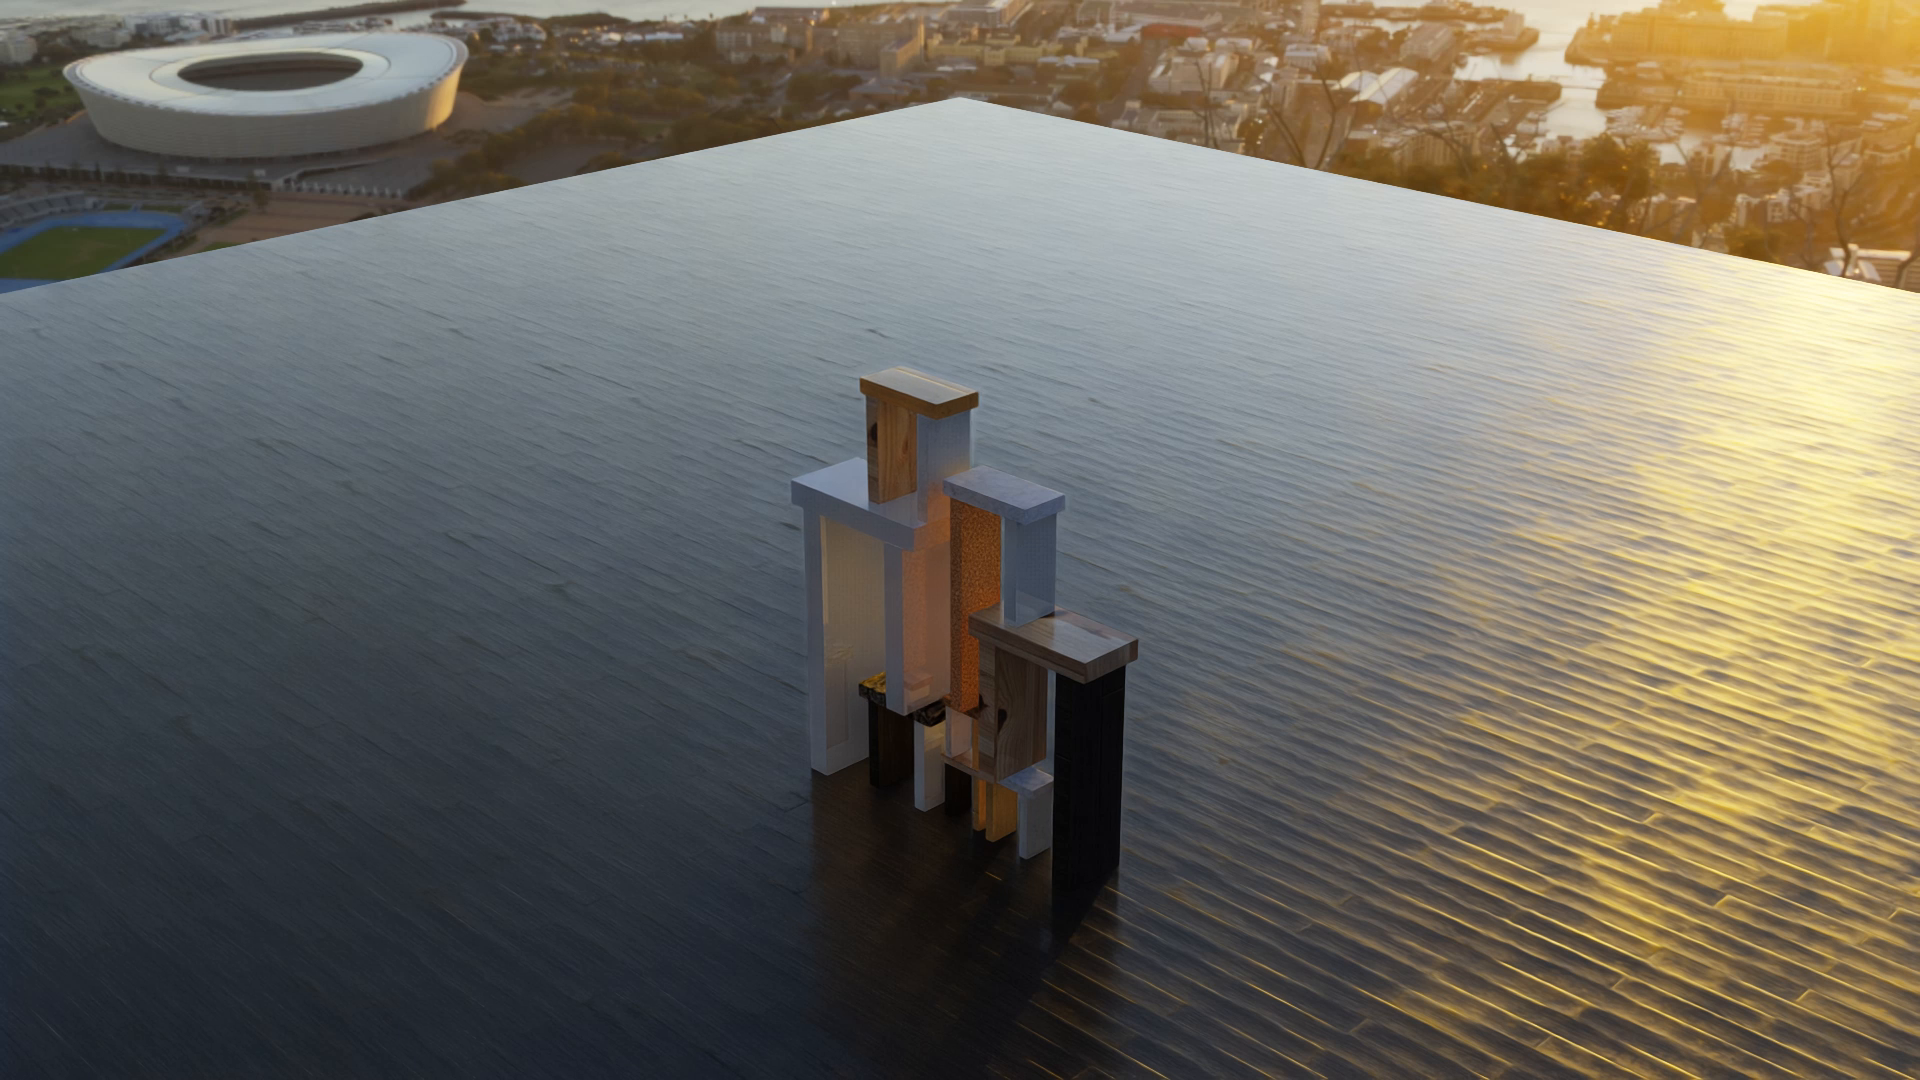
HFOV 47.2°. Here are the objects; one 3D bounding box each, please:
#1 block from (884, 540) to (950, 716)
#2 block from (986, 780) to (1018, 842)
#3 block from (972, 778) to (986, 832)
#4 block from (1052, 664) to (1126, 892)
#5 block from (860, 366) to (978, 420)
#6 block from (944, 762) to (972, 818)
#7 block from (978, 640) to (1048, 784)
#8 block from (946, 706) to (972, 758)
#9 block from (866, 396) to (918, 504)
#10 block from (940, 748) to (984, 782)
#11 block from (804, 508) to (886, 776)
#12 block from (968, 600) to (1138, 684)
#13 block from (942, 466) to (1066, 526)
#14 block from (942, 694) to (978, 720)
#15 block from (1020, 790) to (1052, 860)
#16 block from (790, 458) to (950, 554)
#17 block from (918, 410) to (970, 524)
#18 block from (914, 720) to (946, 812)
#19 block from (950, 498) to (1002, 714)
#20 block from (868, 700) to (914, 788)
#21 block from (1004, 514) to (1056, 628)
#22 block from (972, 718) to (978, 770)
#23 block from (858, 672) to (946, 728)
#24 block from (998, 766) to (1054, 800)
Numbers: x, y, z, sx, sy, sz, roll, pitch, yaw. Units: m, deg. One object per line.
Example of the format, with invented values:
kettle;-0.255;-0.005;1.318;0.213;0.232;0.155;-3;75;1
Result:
block;-0.067;0.151;4.353;0.051;0.359;0.180;21;31;40
block;0.082;0.522;4.352;0.020;0.139;0.069;21;31;41
block;0.053;0.517;4.391;0.017;0.119;0.059;21;31;41
block;0.243;0.436;4.152;0.042;0.453;0.148;21;31;41
block;-0.079;-0.282;4.191;0.108;0.031;0.216;-20;30;-40
block;-0.003;0.495;4.443;0.017;0.119;0.059;21;31;41
block;0.103;0.309;4.249;0.148;0.295;0.042;-21;31;-41
block;-0.003;0.374;4.388;0.016;0.113;0.056;21;31;41
block;-0.131;-0.188;4.285;0.108;0.216;0.031;-21;30;-40
block;0.025;0.443;4.391;0.119;0.017;0.059;21;31;41
block;-0.232;0.190;4.558;0.180;0.590;0.051;-21;31;-41
block;0.173;0.181;4.119;0.148;0.042;0.295;-21;31;-41
block;0.081;-0.085;4.107;0.214;0.030;0.107;21;31;41
block;0.023;0.325;4.339;0.112;0.016;0.056;21;31;41
block;0.148;0.548;4.292;0.020;0.139;0.069;21;31;41
block;-0.149;-0.072;4.354;0.180;0.051;0.359;-21;31;-40
block;-0.031;-0.148;4.191;0.108;0.216;0.031;-20;30;-38
block;-0.046;0.441;4.463;0.029;0.202;0.101;21;31;41
block;0.030;0.114;4.246;0.030;0.445;0.107;21;31;41
block;-0.142;0.403;4.551;0.029;0.202;0.101;21;31;41
block;0.131;0.047;4.108;0.107;0.214;0.030;-21;31;-41
block;0.050;0.395;4.340;0.016;0.112;0.056;21;31;41
block;-0.098;0.318;4.457;0.203;0.029;0.101;20;30;39
block;0.115;0.462;4.291;0.139;0.020;0.069;21;31;41
